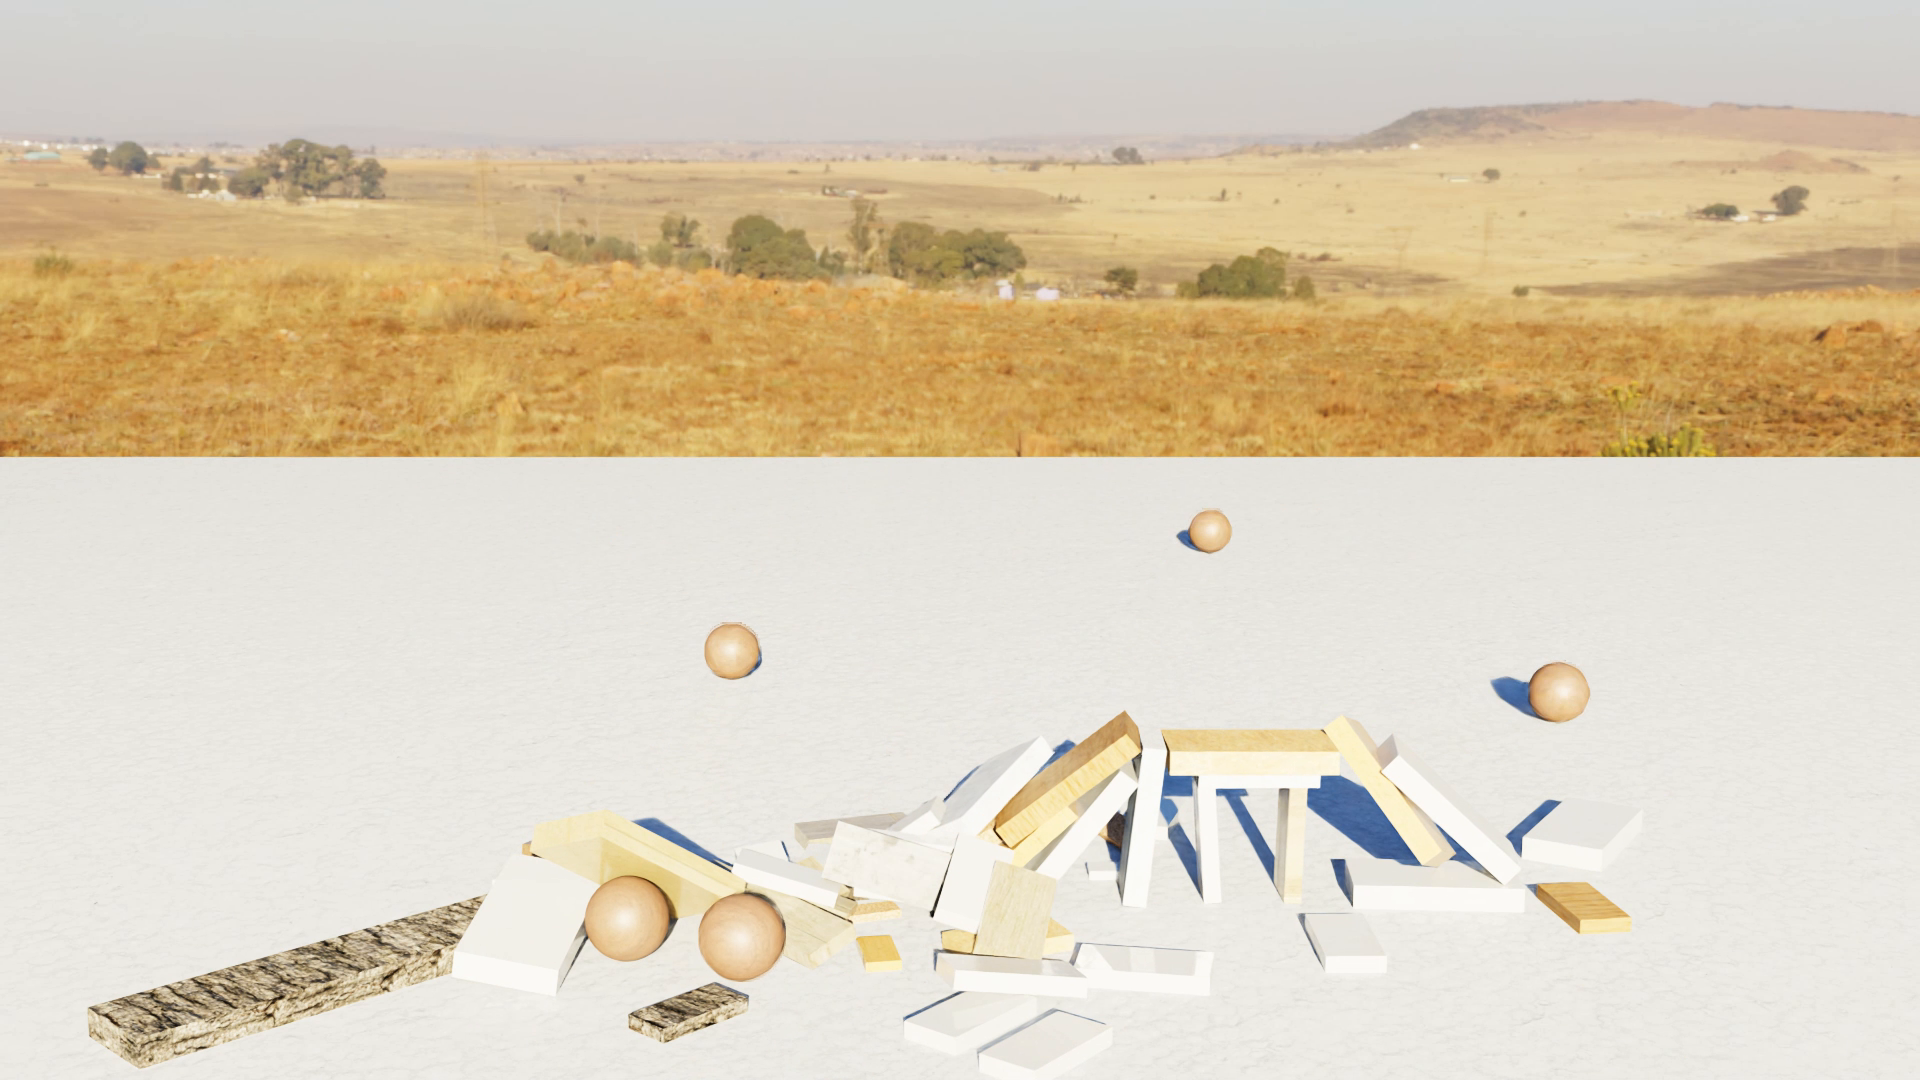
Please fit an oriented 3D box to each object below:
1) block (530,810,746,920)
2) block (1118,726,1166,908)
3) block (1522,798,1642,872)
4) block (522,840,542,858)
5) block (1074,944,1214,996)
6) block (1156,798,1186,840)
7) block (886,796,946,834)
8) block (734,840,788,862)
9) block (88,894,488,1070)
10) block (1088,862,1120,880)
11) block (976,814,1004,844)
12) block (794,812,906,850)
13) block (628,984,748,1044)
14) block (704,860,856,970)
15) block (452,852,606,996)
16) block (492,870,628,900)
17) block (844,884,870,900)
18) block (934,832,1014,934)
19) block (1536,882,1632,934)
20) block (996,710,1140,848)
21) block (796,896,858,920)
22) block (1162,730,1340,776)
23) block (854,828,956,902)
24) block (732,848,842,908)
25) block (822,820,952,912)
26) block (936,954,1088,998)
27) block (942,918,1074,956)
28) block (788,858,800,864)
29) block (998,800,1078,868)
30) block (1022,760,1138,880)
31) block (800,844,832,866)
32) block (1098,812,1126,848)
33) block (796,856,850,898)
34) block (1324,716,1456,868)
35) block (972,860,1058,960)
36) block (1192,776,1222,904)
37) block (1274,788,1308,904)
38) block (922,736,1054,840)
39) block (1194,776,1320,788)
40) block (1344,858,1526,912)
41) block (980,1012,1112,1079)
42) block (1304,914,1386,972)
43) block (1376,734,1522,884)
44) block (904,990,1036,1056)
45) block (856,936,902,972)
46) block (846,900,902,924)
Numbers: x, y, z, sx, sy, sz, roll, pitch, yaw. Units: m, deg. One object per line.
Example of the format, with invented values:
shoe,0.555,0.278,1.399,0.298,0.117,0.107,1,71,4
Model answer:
block,-0.497,0.507,3.413,0.156,0.044,0.311,-15,-36,35
block,0.301,0.457,3.643,0.038,0.268,0.134,6,11,-1
block,1.113,0.523,3.924,0.138,0.039,0.275,6,12,30
block,-0.673,0.529,3.830,0.102,0.029,0.204,1,2,13
block,0.277,0.644,3.299,0.202,0.029,0.101,2,11,10
block,0.355,0.510,4.035,0.086,0.024,0.171,3,11,17
block,-0.110,0.499,3.670,0.187,0.027,0.094,-35,4,11
block,-0.312,0.562,3.616,0.078,0.022,0.211,-9,25,-14
block,-0.913,0.639,3.283,0.156,0.044,0.723,10,15,44
block,0.272,0.565,3.761,0.104,0.015,0.052,-1,10,-1
block,-0.030,0.523,3.705,0.218,0.031,0.109,-26,14,-10
block,-0.184,0.525,3.938,0.204,0.029,0.102,-4,11,-19
block,-0.388,0.676,3.144,0.078,0.022,0.156,10,14,42
block,-0.315,0.590,3.485,0.091,0.026,0.360,-31,30,-34
block,-0.655,0.585,3.374,0.156,0.044,0.311,10,20,1
block,-0.581,0.572,3.686,0.383,0.029,0.102,1,11,5
block,-0.234,0.581,3.659,0.157,0.022,0.078,-2,11,-12
block,0.023,0.543,3.464,0.094,0.027,0.187,18,32,1
block,1.011,0.596,3.568,0.086,0.024,0.171,-2,11,-8
block,0.178,0.393,3.629,0.268,0.038,0.134,-38,8,10
block,-0.224,0.580,3.532,0.109,0.015,0.054,18,15,12
block,0.475,0.348,3.619,0.275,0.039,0.137,0,11,-2
block,-0.060,0.539,3.589,0.218,0.109,0.031,6,17,6
block,-0.277,0.541,3.527,0.171,0.024,0.086,16,9,0
block,-0.092,0.531,3.537,0.245,0.094,0.027,17,-3,-1
block,0.076,0.637,3.219,0.202,0.029,0.101,7,2,-15
block,0.074,0.623,3.419,0.183,0.026,0.091,-5,12,-24
block,-0.304,0.564,3.748,0.156,0.022,0.078,0,11,-1
block,0.103,0.505,3.656,0.218,0.031,0.109,-43,7,8
block,0.192,0.476,3.644,0.038,0.268,0.134,38,9,-6
block,-0.230,0.548,3.712,0.078,0.022,0.157,1,11,6
block,0.289,0.521,3.925,0.052,0.015,0.104,-40,24,-14
block,-0.230,0.559,3.605,0.094,0.013,0.047,38,36,29
block,0.717,0.419,3.664,0.039,0.275,0.137,-39,-21,12
block,0.086,0.580,3.383,0.101,0.029,0.202,18,32,0
block,0.409,0.492,3.651,0.028,0.198,0.099,-4,10,1
block,0.548,0.492,3.651,0.028,0.198,0.099,1,10,-2
block,0.036,0.434,3.719,0.137,0.039,0.275,-29,7,40
block,0.486,0.381,3.627,0.198,0.028,0.099,0,11,-2
block,0.786,0.573,3.654,0.275,0.039,0.138,1,11,4
block,0.119,0.698,3.016,0.092,0.026,0.184,8,13,37
block,0.597,0.624,3.412,0.092,0.026,0.184,0,11,-1
block,0.810,0.445,3.651,0.275,0.039,0.138,43,12,-2
block,0.016,0.678,3.122,0.092,0.026,0.185,8,13,38
block,-0.125,0.636,3.381,0.054,0.015,0.109,-2,11,-10
block,-0.147,0.603,3.562,0.094,0.013,0.047,-4,11,-21
